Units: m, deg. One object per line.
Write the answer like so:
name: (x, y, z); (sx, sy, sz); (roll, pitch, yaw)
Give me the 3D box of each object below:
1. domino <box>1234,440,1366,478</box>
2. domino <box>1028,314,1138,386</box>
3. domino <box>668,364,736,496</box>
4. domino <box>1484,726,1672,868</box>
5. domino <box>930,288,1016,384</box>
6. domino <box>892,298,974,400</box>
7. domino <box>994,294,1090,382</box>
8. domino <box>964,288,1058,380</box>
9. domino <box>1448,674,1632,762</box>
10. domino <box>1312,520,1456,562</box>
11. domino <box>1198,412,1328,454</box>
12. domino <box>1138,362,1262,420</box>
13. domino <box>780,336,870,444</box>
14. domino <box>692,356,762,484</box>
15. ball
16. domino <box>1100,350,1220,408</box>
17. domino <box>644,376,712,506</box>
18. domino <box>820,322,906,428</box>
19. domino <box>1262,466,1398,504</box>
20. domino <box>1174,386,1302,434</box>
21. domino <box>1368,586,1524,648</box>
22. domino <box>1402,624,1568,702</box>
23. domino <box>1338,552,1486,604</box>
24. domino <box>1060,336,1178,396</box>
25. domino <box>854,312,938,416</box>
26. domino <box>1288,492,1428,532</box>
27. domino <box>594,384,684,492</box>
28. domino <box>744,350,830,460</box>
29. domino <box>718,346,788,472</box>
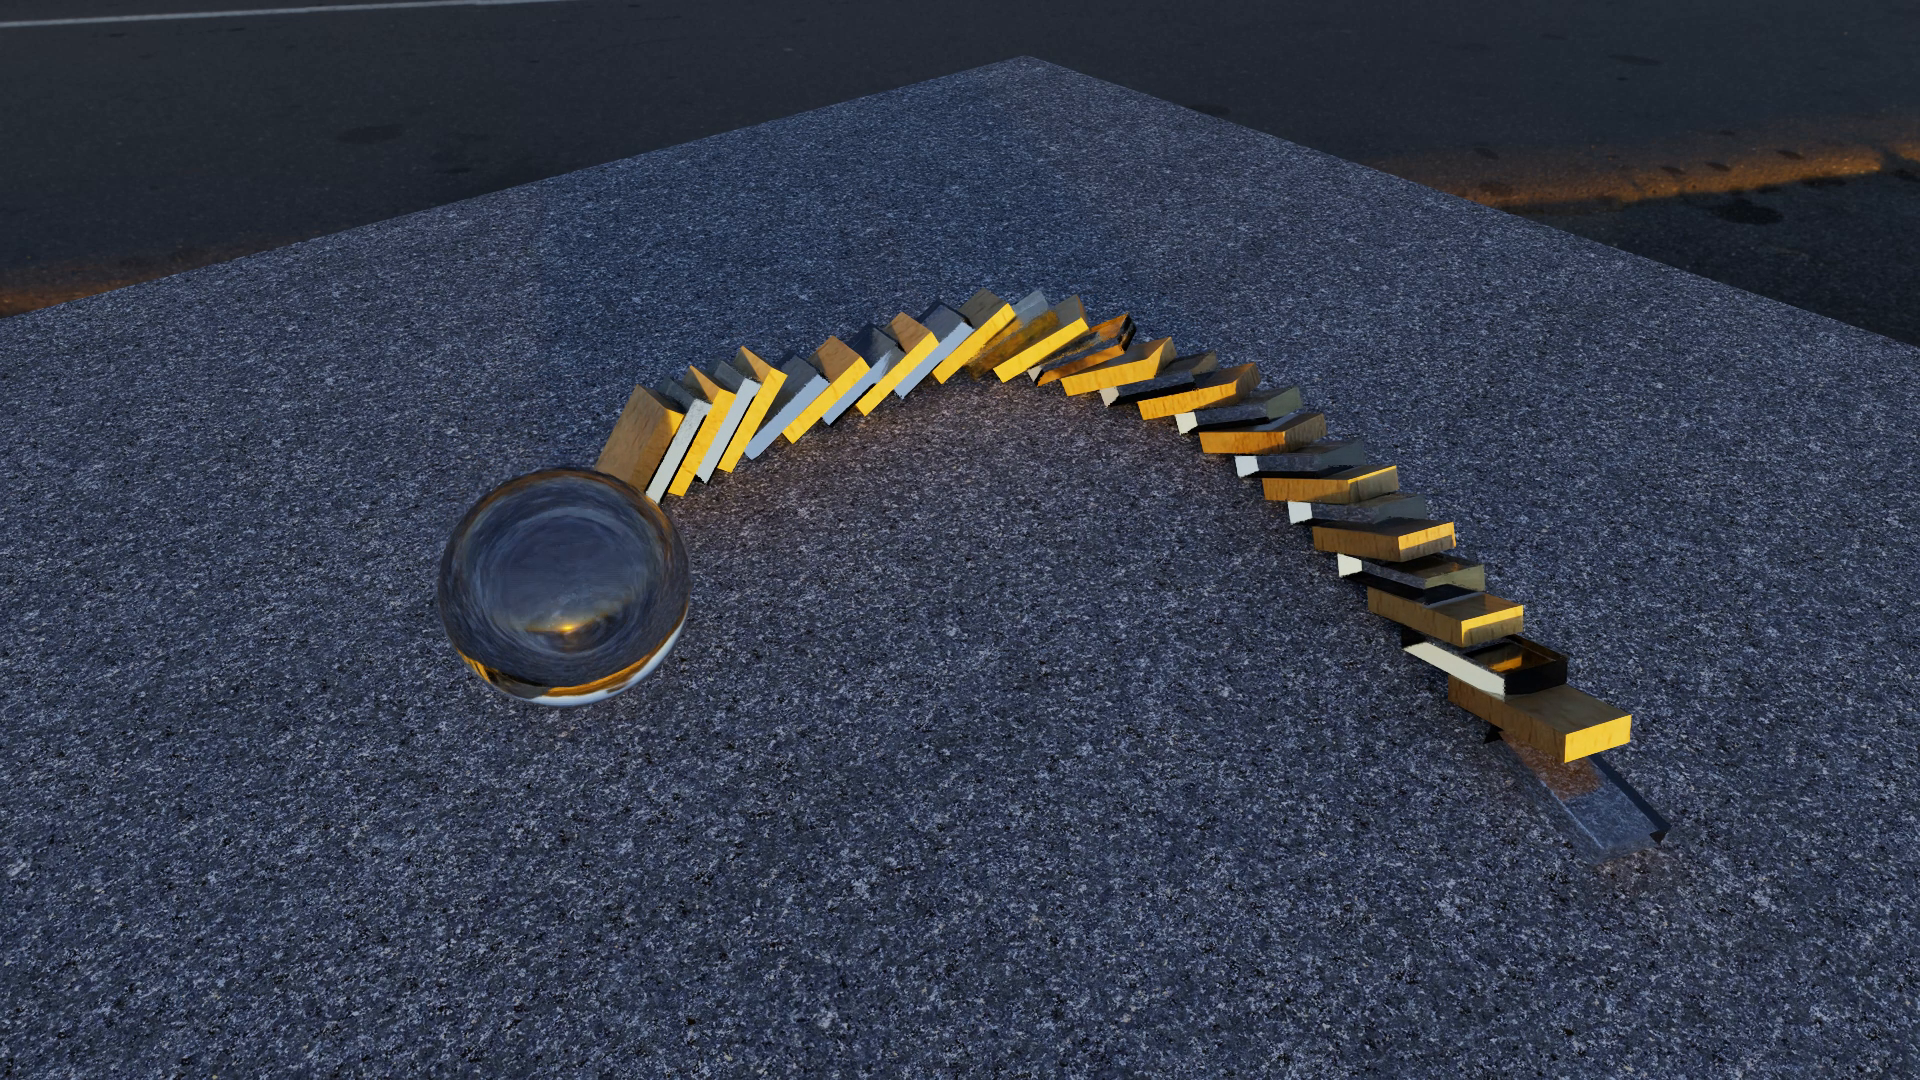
domino: (0.143, -0.034, 0.465); (0.025, 0.010, 0.050); (-17, 11, -23)
domino: (0.059, -0.093, 0.536); (0.050, 0.009, 0.025); (-16, 28, 34)
domino: (-0.118, -0.047, 0.473); (0.025, 0.050, 0.009); (38, 12, 37)
domino: (0.194, 0.077, 0.349); (0.025, 0.009, 0.050); (-12, 41, -14)
domino: (0.001, -0.102, 0.548); (0.050, 0.010, 0.025); (-42, 42, -2)
domino: (-0.019, -0.094, 0.539); (0.050, 0.009, 0.025); (-45, 49, -6)
domino: (0.039, -0.100, 0.545); (0.050, 0.009, 0.025); (-28, 35, 20)
domino: (0.023, -0.103, 0.547); (0.050, 0.009, 0.025); (-33, 34, 13)
domino: (0.188, 0.055, 0.360); (0.025, 0.010, 0.050); (-12, 18, -15)
domino: (0.163, -0.001, 0.425); (0.025, 0.010, 0.050); (-14, 9, -17)
domino: (0.132, -0.047, 0.482); (0.025, 0.009, 0.050); (-24, 16, -27)
domino: (0.110, -0.068, 0.507); (0.050, 0.009, 0.025); (-6, 24, 43)
domino: (-0.068, -0.070, 0.511); (0.050, 0.009, 0.025); (-45, 51, -5)
domino: (-0.108, -0.052, 0.480); (0.025, 0.050, 0.009); (38, 12, 37)
ball: (-0.131, 0.016, 0.369); (0.080, 0.080, 0.080); (0, 39, 0)
domino: (0.093, -0.075, 0.516); (0.050, 0.010, 0.025); (-6, 25, 43)
domino: (-0.126, -0.042, 0.467); (0.025, 0.050, 0.009); (36, 11, 37)
domino: (-0.052, -0.079, 0.520); (0.050, 0.009, 0.025); (-45, 51, -6)
domino: (0.151, -0.023, 0.451); (0.025, 0.009, 0.050); (-16, 10, -23)
domino: (0.125, -0.058, 0.494); (0.025, 0.010, 0.050); (-26, 15, -34)
domino: (0.174, 0.025, 0.397); (0.025, 0.009, 0.050); (-12, 14, -14)
domino: (0.180, 0.039, 0.381); (0.025, 0.009, 0.050); (-12, 18, -14)
domino: (0.168, 0.011, 0.412); (0.025, 0.010, 0.050); (-12, 13, -15)
domino: (0.076, -0.083, 0.526); (0.050, 0.010, 0.025); (-6, 28, 43)
domino: (-0.037, -0.085, 0.529); (0.050, 0.009, 0.025); (-45, 51, -6)
domino: (0.157, -0.012, 0.438); (0.025, 0.009, 0.050); (-14, 9, -19)
domino: (-0.137, -0.037, 0.461); (0.025, 0.050, 0.010); (38, 12, 37)
domino: (-0.086, -0.062, 0.501); (0.050, 0.009, 0.025); (-47, 53, -8)
domino: (-0.099, -0.058, 0.488); (0.025, 0.050, 0.010); (38, 10, 37)
